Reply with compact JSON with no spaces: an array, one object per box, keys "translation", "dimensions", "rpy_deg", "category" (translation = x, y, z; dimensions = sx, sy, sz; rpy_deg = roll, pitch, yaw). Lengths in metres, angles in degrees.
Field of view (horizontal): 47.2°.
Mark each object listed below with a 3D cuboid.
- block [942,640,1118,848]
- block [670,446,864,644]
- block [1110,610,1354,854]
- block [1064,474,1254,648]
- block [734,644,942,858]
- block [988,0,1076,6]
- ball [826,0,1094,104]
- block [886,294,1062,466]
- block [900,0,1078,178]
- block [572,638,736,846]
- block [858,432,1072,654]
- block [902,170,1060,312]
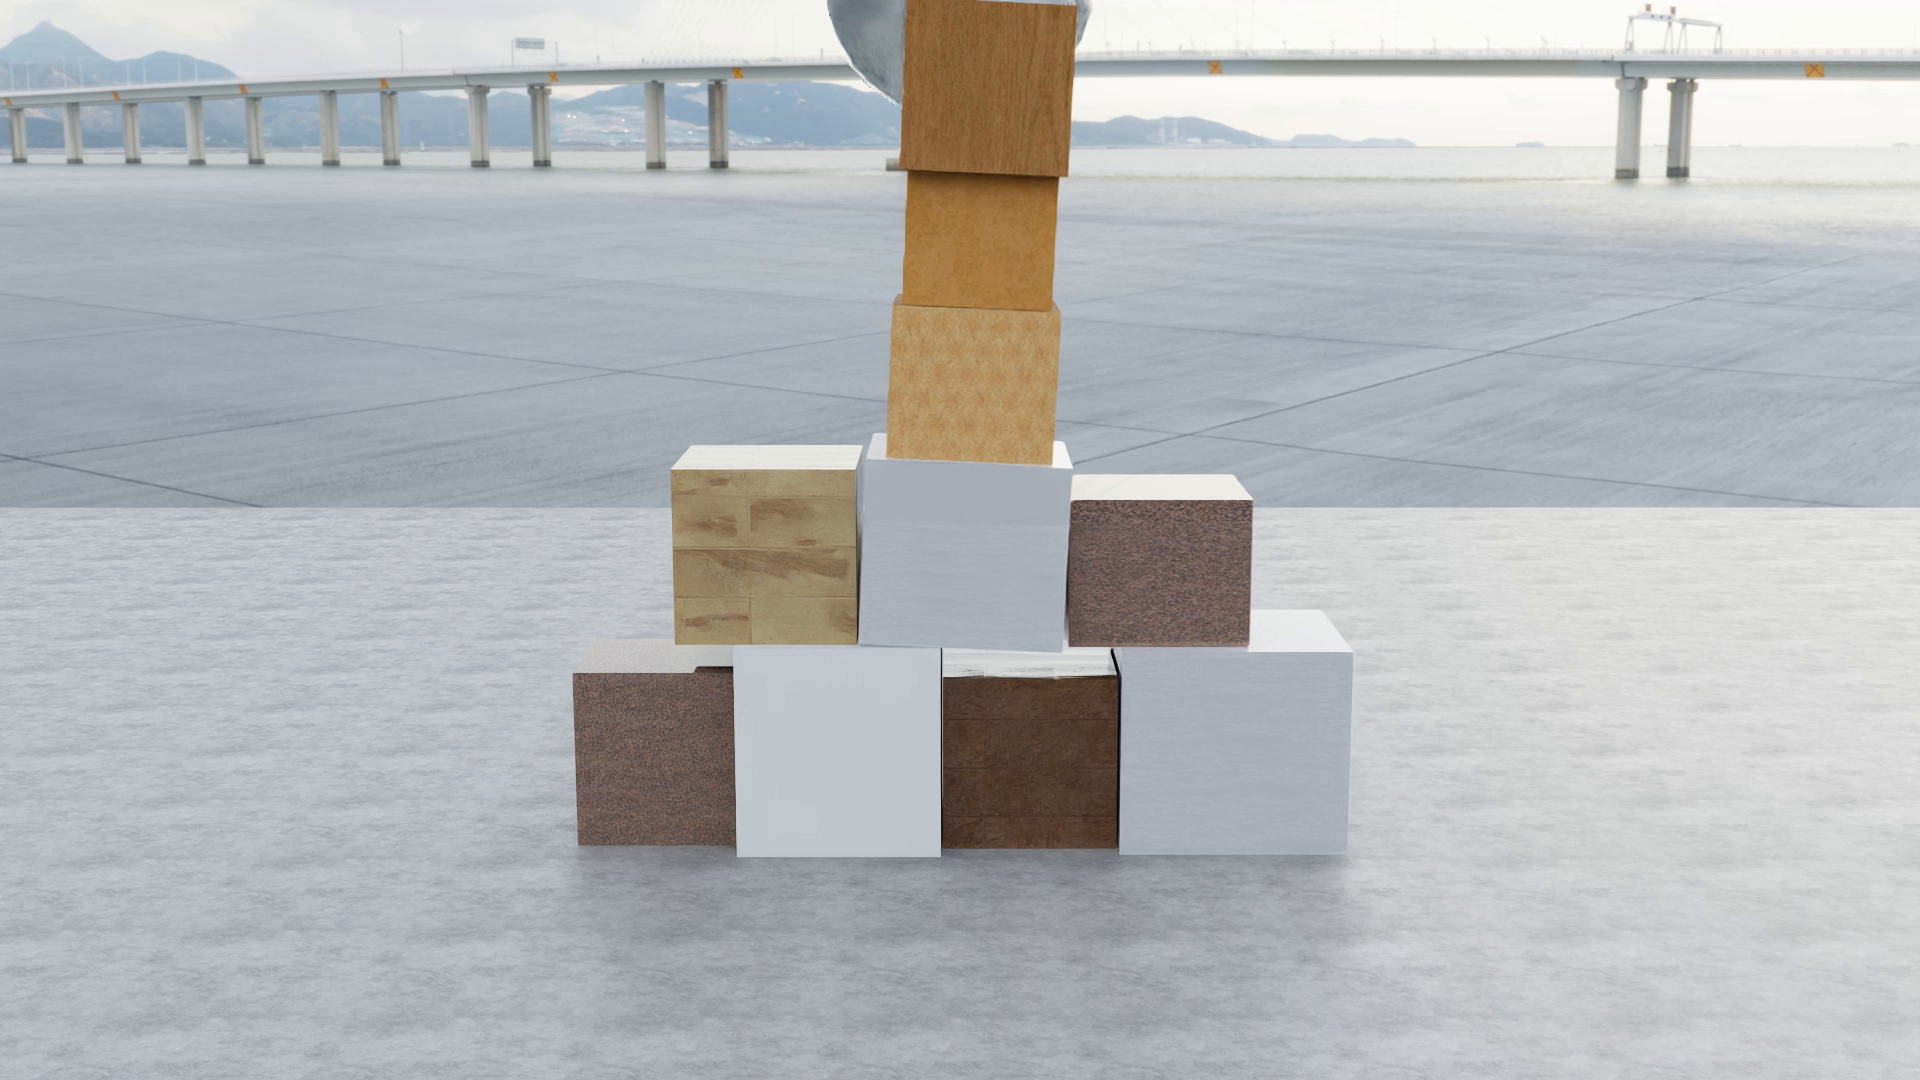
[{"translation":[0.350,1.043,11.389],"dimensions":[0.870,0.873,0.863],"rpy_deg":[0,10,0],"category":"block"},{"translation":[-0.957,0.010,11.184],"dimensions":[0.898,0.876,0.855],"rpy_deg":[0,10,0],"category":"block"},{"translation":[1.361,0.970,11.341],"dimensions":[1.133,1.035,0.983],"rpy_deg":[0,10,0],"category":"block"},{"translation":[0.985,0.093,11.208],"dimensions":[0.895,0.738,0.821],"rpy_deg":[0,10,0],"category":"block"},{"translation":[-0.601,0.960,11.346],"dimensions":[1.011,1.052,1.074],"rpy_deg":[0,10,0],"category":"block"},{"translation":[0.169,-2.941,10.634],"dimensions":[0.779,0.706,0.699],"rpy_deg":[3,10,-1],"category":"block"},{"translation":[0.000,-3.291,12.914],"dimensions":[1.600,1.600,1.600],"rpy_deg":[0,10,0],"category":"ball"},{"translation":[0.063,-0.816,11.013],"dimensions":[0.813,0.739,0.794],"rpy_deg":[3,10,-1],"category":"block"},{"translation":[0.132,-2.206,10.778],"dimensions":[0.801,0.793,0.867],"rpy_deg":[3,10,-1],"category":"block"},{"translation":[-1.522,1.033,11.387],"dimensions":[0.810,0.894,0.760],"rpy_deg":[0,10,0],"category":"block"},{"translation":[0.024,-0.003,11.167],"dimensions":[1.000,0.918,0.945],"rpy_deg":[3,10,0],"category":"block"},{"translation":[0.097,-1.497,10.894],"dimensions":[0.727,0.645,0.620],"rpy_deg":[3,10,-1],"category":"block"}]
